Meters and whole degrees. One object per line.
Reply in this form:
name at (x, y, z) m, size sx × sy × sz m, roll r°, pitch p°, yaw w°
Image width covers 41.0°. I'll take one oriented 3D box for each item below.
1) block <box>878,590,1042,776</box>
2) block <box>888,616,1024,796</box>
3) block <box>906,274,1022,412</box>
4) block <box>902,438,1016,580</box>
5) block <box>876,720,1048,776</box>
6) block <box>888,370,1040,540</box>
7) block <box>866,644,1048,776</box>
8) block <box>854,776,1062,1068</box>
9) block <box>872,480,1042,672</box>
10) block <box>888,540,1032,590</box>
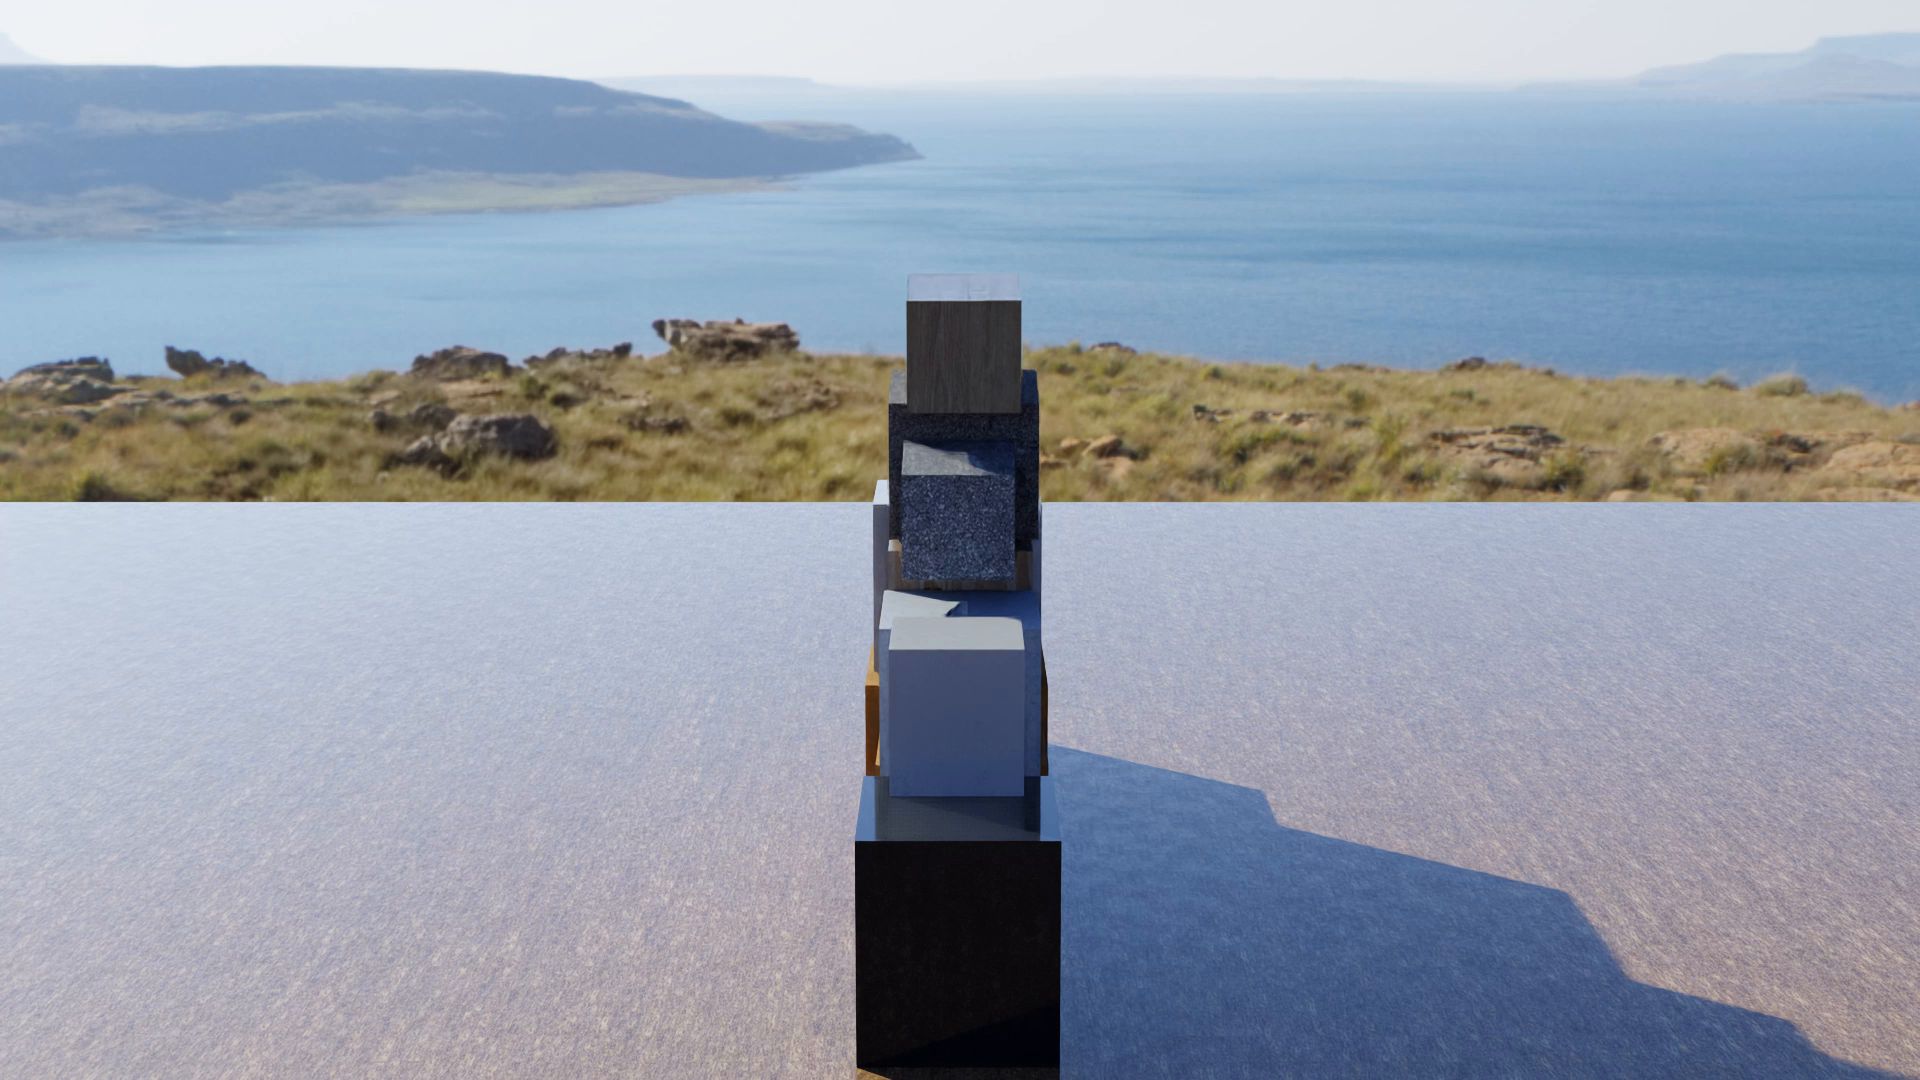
block at (0.001, 0.600, 10.499) m, size 0.639 × 0.653 × 0.719 m, roll 0°, pitch 11°, yaw 0°
block at (-0.012, 0.629, 9.833) m, size 0.503 × 0.560 × 0.592 m, roll 0°, pitch 10°, yaw 0°
block at (0.015, -0.831, 10.760) m, size 0.470 × 0.473 × 0.522 m, roll 0°, pitch 18°, yaw 0°
block at (-0.007, -0.131, 10.577) m, size 0.457 × 0.450 × 0.472 m, roll 0°, pitch 20°, yaw 0°
block at (0.008, 1.203, 10.979) m, size 0.711 × 0.704 × 0.748 m, roll 0°, pitch 10°, yaw 0°
block at (0.017, -0.377, 11.097) m, size 0.633 × 0.599 × 0.574 m, roll 0°, pitch 18°, yaw 0°
block at (-0.015, 0.985, 11.755) m, size 0.803 × 0.857 × 0.837 m, roll 0°, pitch 10°, yaw 0°
block at (-0.007, 1.398, 9.524) m, size 0.728 × 0.842 × 0.848 m, roll 0°, pitch 10°, yaw 0°
block at (-0.011, 0.154, 11.799) m, size 0.751 × 0.762 × 0.692 m, roll 0°, pitch 10°, yaw 0°
block at (0.002, 0.314, 11.134) m, size 0.607 × 0.690 × 0.630 m, roll 0°, pitch 12°, yaw 0°
